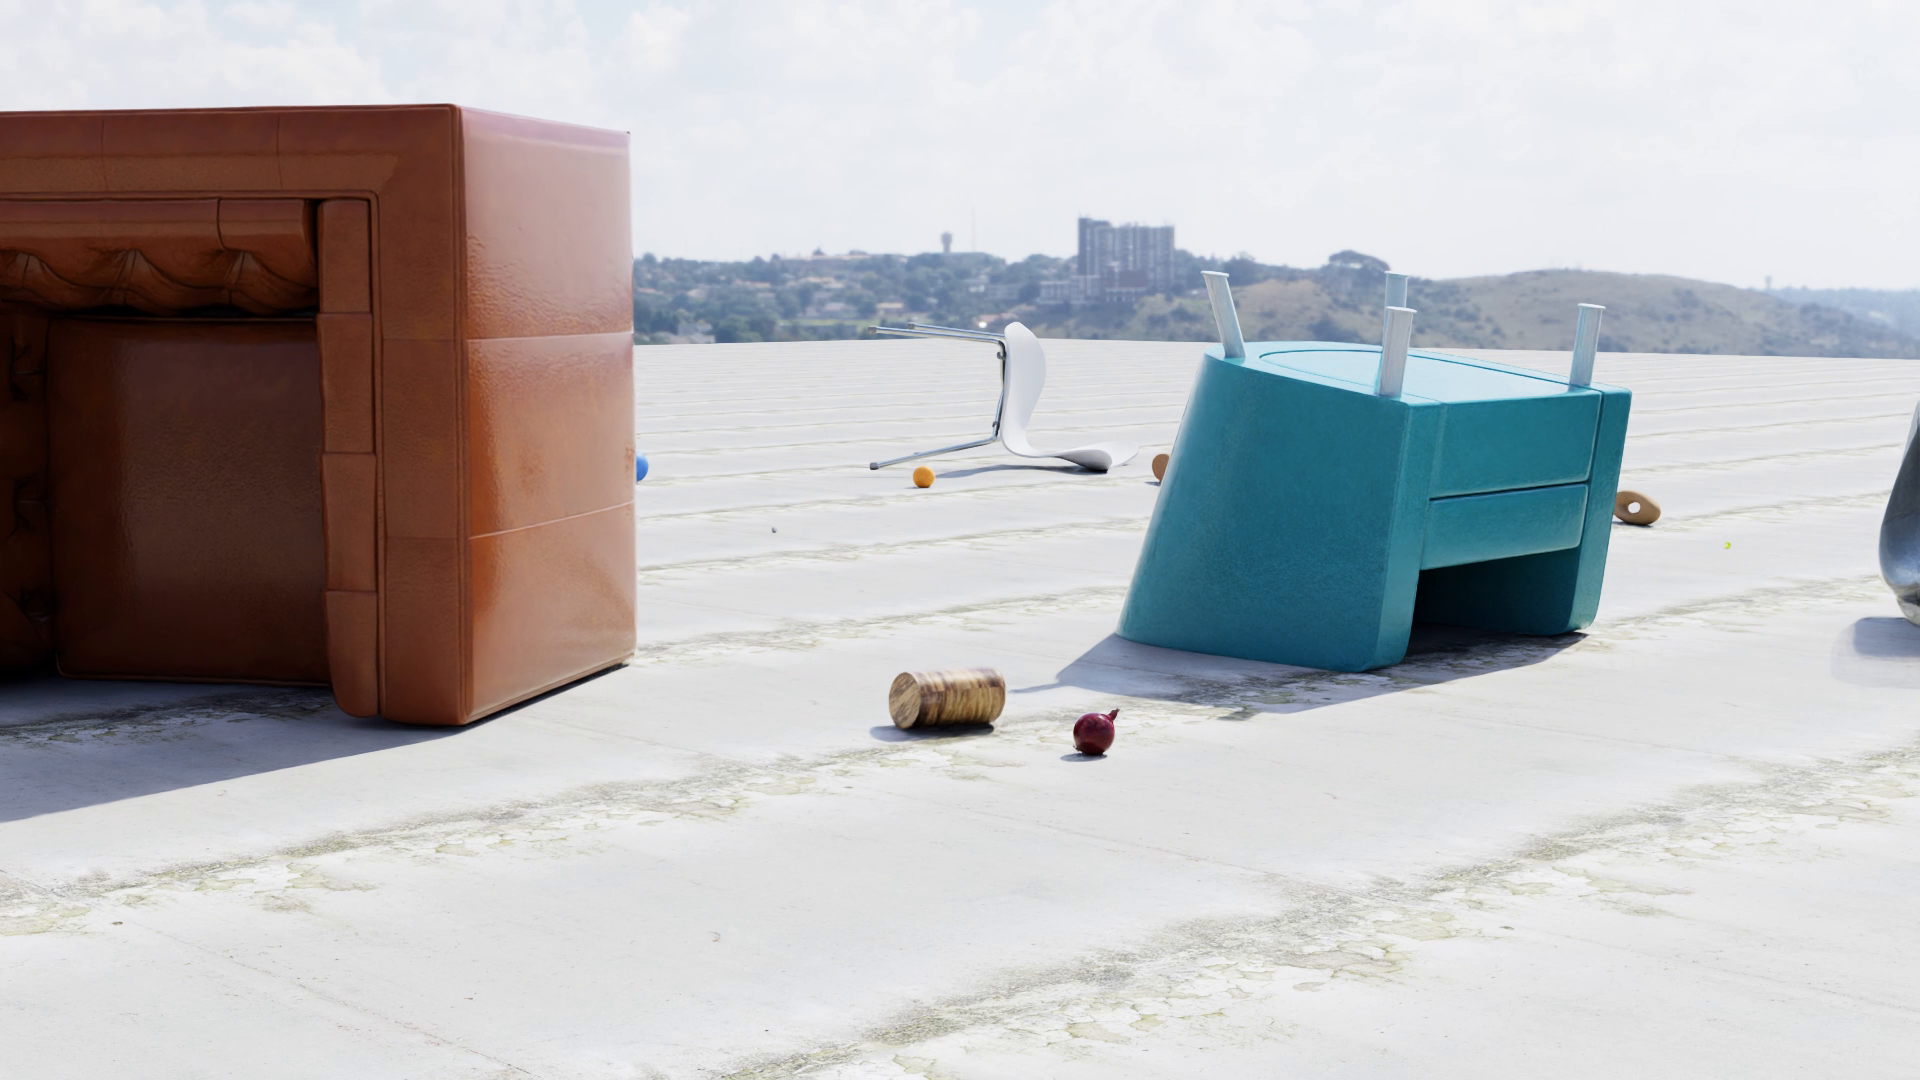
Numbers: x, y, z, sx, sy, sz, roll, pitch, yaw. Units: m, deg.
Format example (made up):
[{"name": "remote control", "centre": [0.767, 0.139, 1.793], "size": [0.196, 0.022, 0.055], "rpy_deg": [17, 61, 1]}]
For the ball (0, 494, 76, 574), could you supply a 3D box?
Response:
[{"name": "ball", "centre": [-2.048, -0.012, 5.676], "size": [0.176, 0.176, 0.176], "rpy_deg": [0, 6, 0]}]

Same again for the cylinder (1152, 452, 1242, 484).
[{"name": "cylinder", "centre": [0.754, -0.230, 8.183], "size": [0.217, 0.094, 0.235], "rpy_deg": [-2, 6, -16]}]

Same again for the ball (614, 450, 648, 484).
[{"name": "ball", "centre": [-1.045, -0.235, 8.157], "size": [0.109, 0.109, 0.109], "rpy_deg": [0, 6, 0]}]

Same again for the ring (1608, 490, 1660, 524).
[{"name": "ring", "centre": [1.798, -0.086, 6.842], "size": [0.045, 0.089, 0.221], "rpy_deg": [19, 4, -21]}]

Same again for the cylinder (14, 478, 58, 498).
[{"name": "cylinder", "centre": [-2.680, -0.142, 7.446], "size": [0.116, 0.062, 0.061], "rpy_deg": [-20, 9, -9]}]
